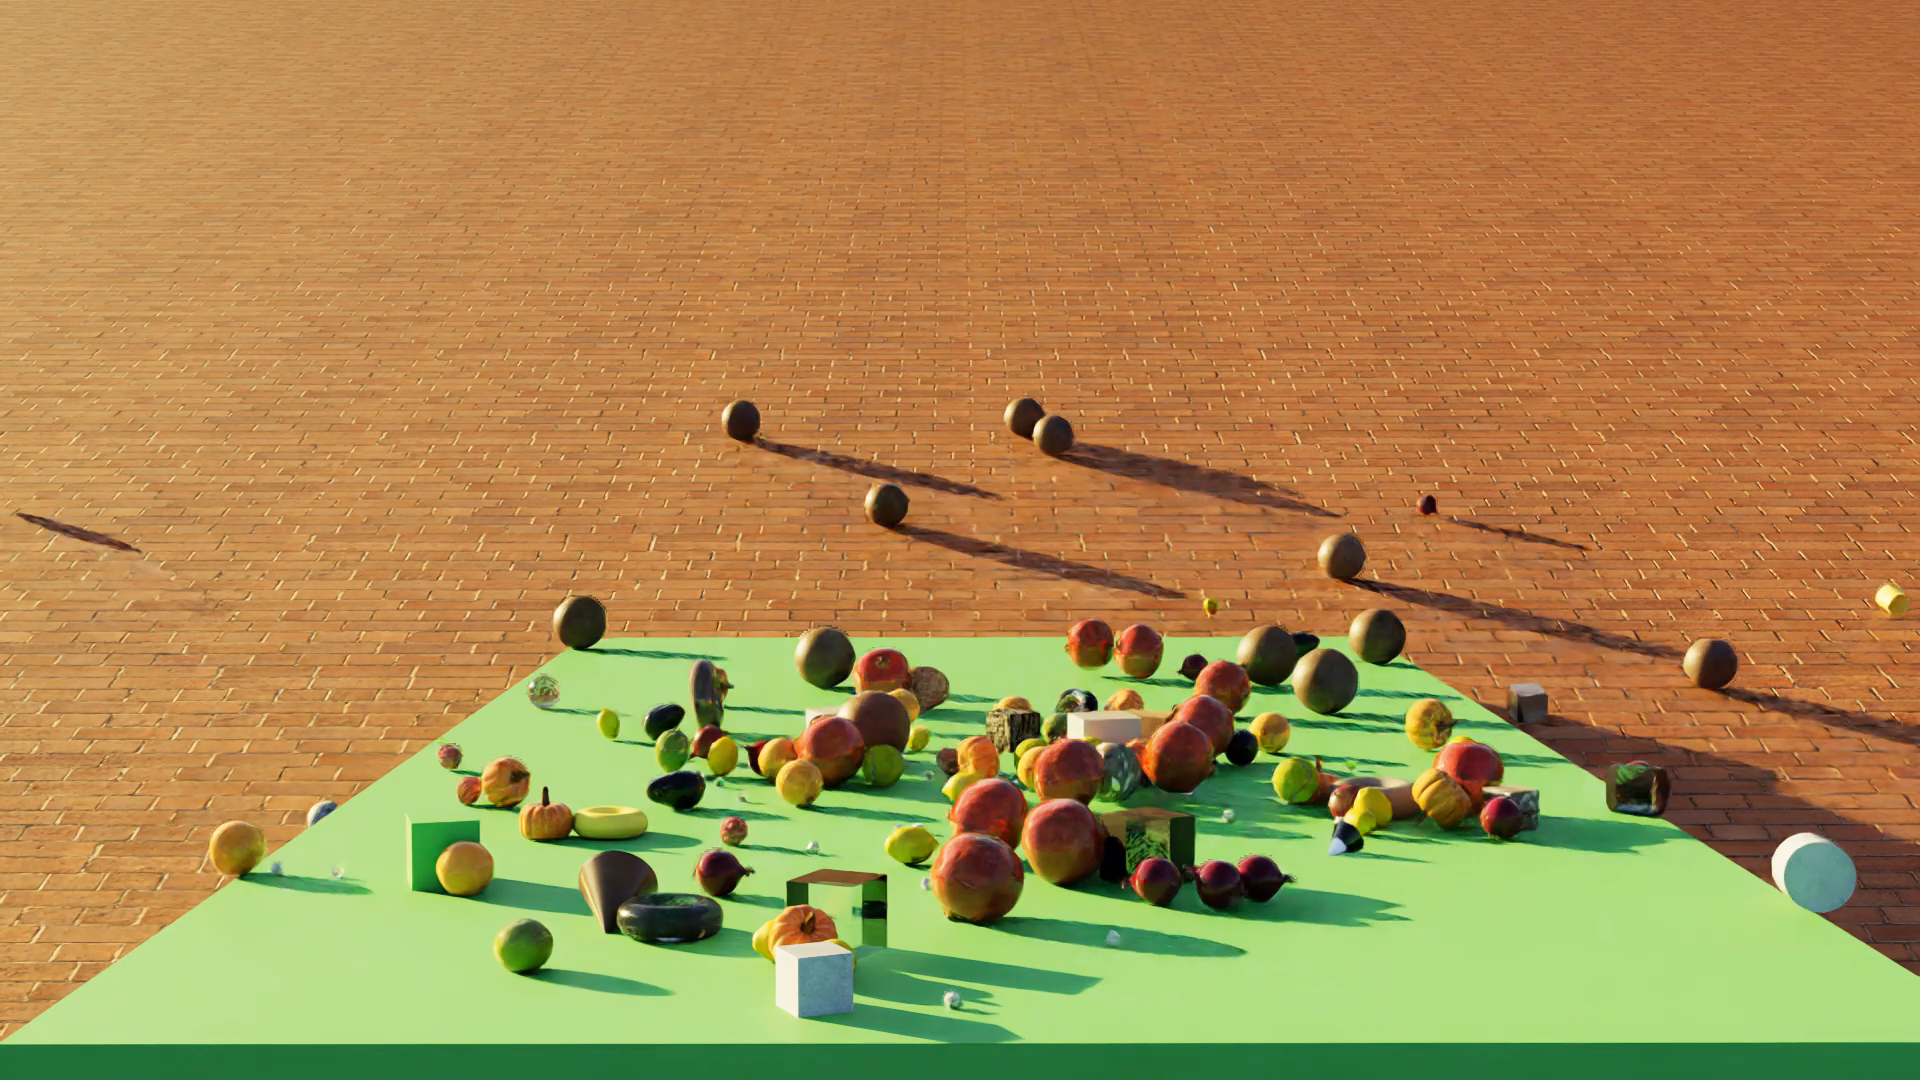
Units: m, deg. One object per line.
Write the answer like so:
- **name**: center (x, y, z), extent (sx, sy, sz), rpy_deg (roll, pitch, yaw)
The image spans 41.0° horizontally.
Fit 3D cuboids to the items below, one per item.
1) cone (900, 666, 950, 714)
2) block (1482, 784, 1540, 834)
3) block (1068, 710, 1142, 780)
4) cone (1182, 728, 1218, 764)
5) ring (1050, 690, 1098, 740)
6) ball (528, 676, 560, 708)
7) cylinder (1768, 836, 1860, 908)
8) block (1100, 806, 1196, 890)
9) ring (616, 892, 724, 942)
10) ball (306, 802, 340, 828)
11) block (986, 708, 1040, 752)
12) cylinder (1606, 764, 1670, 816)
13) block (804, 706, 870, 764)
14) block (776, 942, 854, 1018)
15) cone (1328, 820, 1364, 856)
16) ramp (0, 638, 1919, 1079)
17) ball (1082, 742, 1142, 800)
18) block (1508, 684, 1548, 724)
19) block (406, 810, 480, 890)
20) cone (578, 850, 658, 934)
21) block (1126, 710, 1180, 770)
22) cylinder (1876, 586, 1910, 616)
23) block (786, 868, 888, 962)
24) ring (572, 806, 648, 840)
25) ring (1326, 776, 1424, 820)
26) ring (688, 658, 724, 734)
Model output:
- **cone**: center (-0.074, 0.317, 5.065), extent (0.099, 0.099, 0.099), rpy_deg (2, 30, 6)
- **block**: center (0.802, 0.392, 3.745), extent (0.058, 0.058, 0.058), rpy_deg (-2, 4, -32)
- **block**: center (0.239, 0.340, 4.253), extent (0.099, 0.099, 0.099), rpy_deg (-1, 4, -13)
- **cone**: center (0.410, 0.349, 4.388), extent (0.063, 0.063, 0.063), rpy_deg (0, 3, 0)
- **ring**: center (0.209, 0.319, 4.692), extent (0.102, 0.034, 0.102), rpy_deg (-32, 33, 24)
- **ball**: center (-0.828, 0.303, 5.114), extent (0.066, 0.066, 0.066), rpy_deg (0, 20, 0)
- **cylinder**: center (1.062, 0.413, 3.195), extent (0.087, 0.087, 0.087), rpy_deg (0, -9, 0)
- **block**: center (0.245, 0.402, 3.357), extent (0.087, 0.087, 0.087), rpy_deg (-3, 5, -39)
- **ring**: center (-0.342, 0.445, 3.029), extent (0.127, 0.042, 0.127), rpy_deg (1, 3, 0)
- **ball**: center (-1.396, 0.619, 5.662), extent (0.085, 0.085, 0.085), rpy_deg (0, 20, 0)
- **block**: center (0.095, 0.337, 4.551), extent (0.068, 0.068, 0.068), rpy_deg (-3, 4, -36)
- **cylinder**: center (1.022, 0.376, 3.874), extent (0.073, 0.073, 0.073), rpy_deg (3, 18, 35)
- **block**: center (-0.212, 0.336, 4.436), extent (0.085, 0.085, 0.085), rpy_deg (-2, 4, -26)
- **block**: center (-0.152, 0.457, 2.674), extent (0.062, 0.062, 0.062), rpy_deg (-2, 4, -26)
- **cone**: center (0.522, 0.422, 3.542), extent (0.050, 0.050, 0.050), rpy_deg (18, 42, 41)
- **ramp**: center (0.047, 0.422, 4.534), extent (2.000, 0.100, 4.000), rpy_deg (0, 4, 0)
- **ball**: center (0.235, 0.357, 3.966), extent (0.090, 0.090, 0.090), rpy_deg (0, 20, 0)
- **block**: center (1.389, 0.400, 6.281), extent (0.074, 0.074, 0.074), rpy_deg (-2, 20, -7)
- **block**: center (-0.673, 0.403, 3.344), extent (0.087, 0.087, 0.087), rpy_deg (-1, 4, -17)
- **cone**: center (-0.417, 0.441, 3.077), extent (0.098, 0.098, 0.098), rpy_deg (1, 30, 2)
- **block**: center (0.319, 0.339, 4.366), extent (0.087, 0.087, 0.087), rpy_deg (1, 4, 21)
- **cylinder**: center (2.517, 0.162, 6.929), extent (0.062, 0.062, 0.062), rpy_deg (-4, 22, -12)
- **block**: center (-0.141, 0.429, 2.940), extent (0.085, 0.085, 0.085), rpy_deg (2, 4, 26)
- **ring**: center (-0.504, 0.407, 3.693), extent (0.110, 0.037, 0.110), rpy_deg (1, 3, 0)
- **ring**: center (0.627, 0.389, 3.873), extent (0.146, 0.049, 0.146), rpy_deg (-1, 5, 0)
- **ring**: center (-0.470, 0.289, 4.749), extent (0.047, 0.141, 0.141), rpy_deg (-9, 20, 0)
